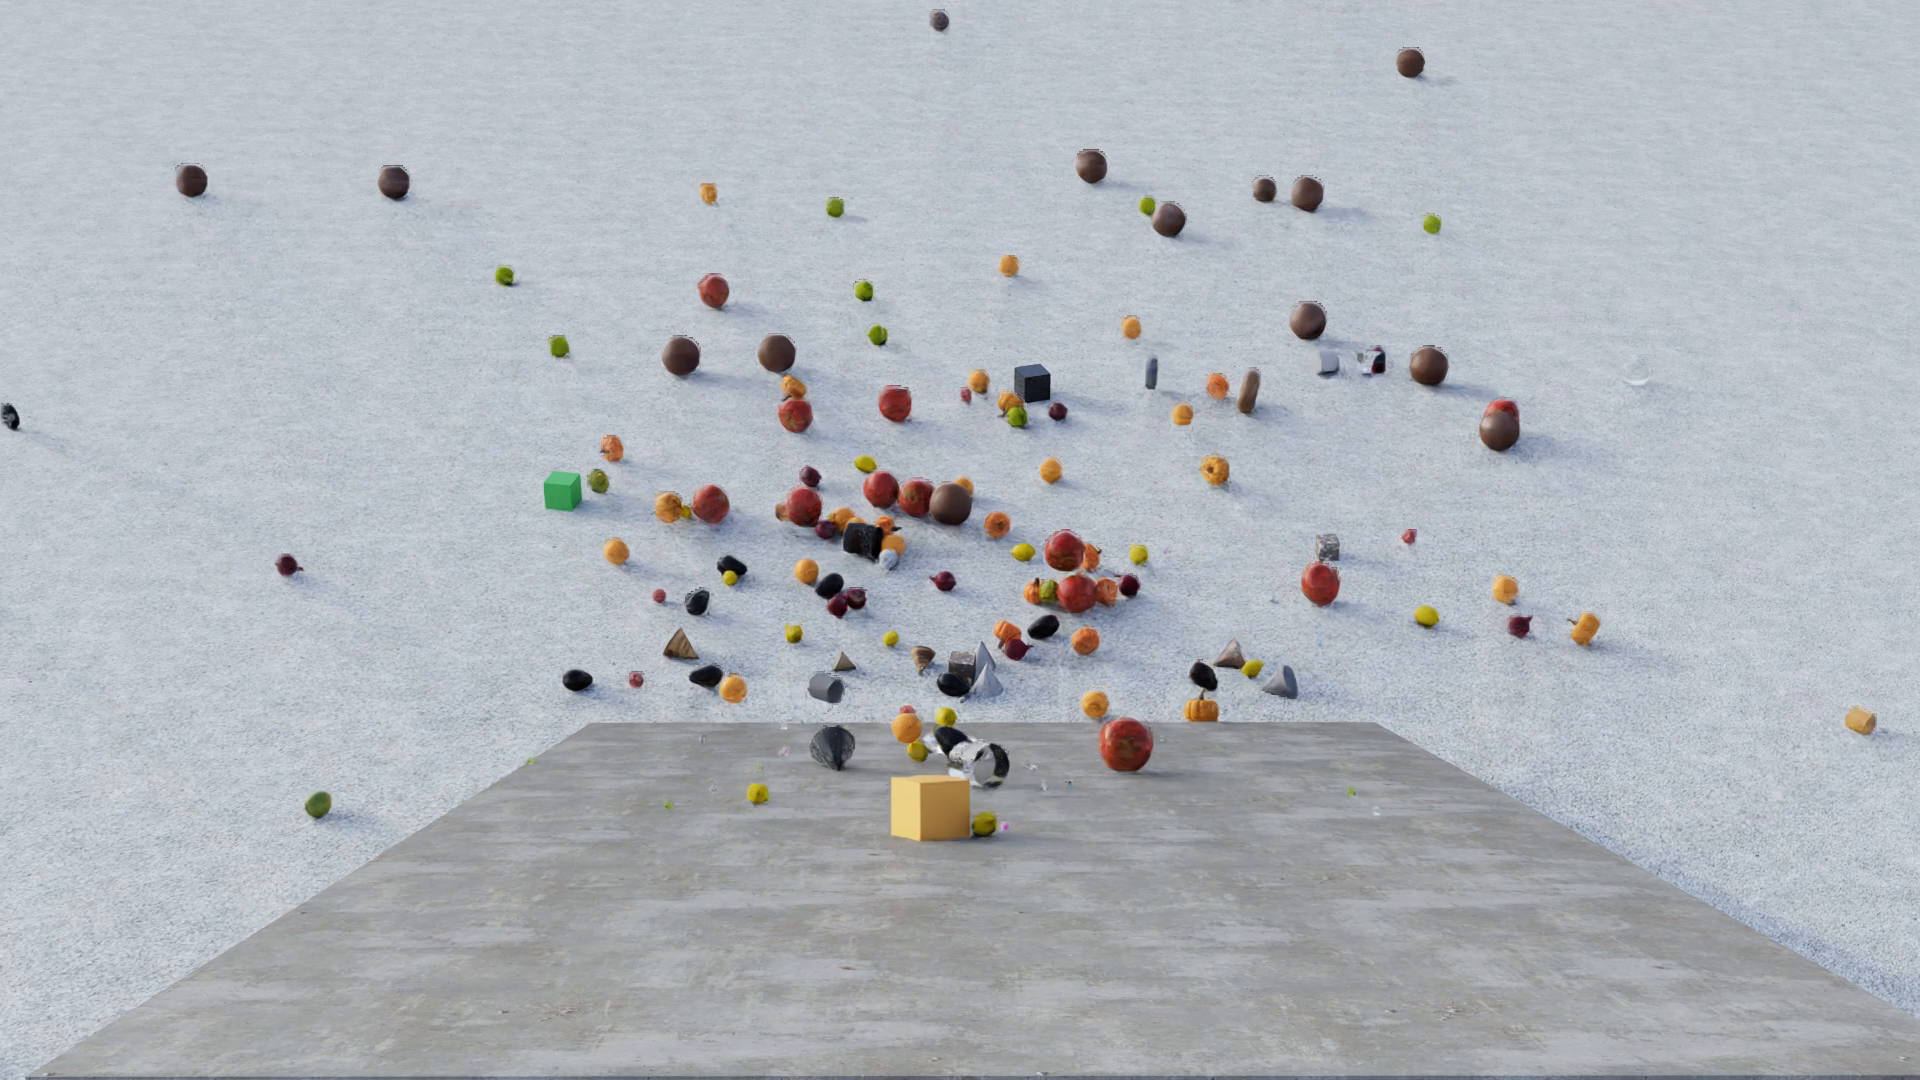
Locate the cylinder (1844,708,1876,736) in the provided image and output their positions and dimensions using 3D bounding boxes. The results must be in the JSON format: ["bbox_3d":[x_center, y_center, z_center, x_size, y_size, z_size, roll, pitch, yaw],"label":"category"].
[{"bbox_3d":[2.340,0.472,6.710,0.055,0.055,0.055,-20,33,-34],"label":"cylinder"}]

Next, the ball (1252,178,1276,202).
[{"bbox_3d":[1.220,-1.401,10.337,0.097,0.097,0.097,0,27,0],"label":"ball"}]

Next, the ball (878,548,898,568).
[{"bbox_3d":[-0.209,0.054,7.527,0.057,0.057,0.057,0,27,0],"label":"ball"}]

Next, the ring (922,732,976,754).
[{"bbox_3d":[-0.024,0.458,5.832,0.126,0.042,0.126,1,0,0],"label":"ring"}]

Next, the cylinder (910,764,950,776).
[{"bbox_3d":[-0.058,0.481,4.951,0.078,0.078,0.078,2,20,-1],"label":"cylinder"}]

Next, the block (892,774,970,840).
[{"bbox_3d":[-0.050,0.456,4.405,0.097,0.097,0.097,-1,1,-31],"label":"block"}]

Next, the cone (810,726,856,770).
[{"bbox_3d":[-0.264,0.463,5.480,0.098,0.098,0.098,-5,28,-9],"label":"cone"}]

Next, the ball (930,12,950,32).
[{"bbox_3d":[-0.100,-2.518,12.528,0.094,0.094,0.094,0,27,0],"label":"ball"}]

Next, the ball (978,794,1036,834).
[{"bbox_3d":[0.081,0.491,4.474,0.100,0.100,0.100,0,27,0],"label":"ball"}]

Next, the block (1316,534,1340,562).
[{"bbox_3d":[1.080,0.022,7.590,0.058,0.058,0.058,-2,27,-4],"label":"block"}]

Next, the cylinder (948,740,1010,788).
[{"bbox_3d":[0.037,0.447,5.147,0.088,0.088,0.088,-19,12,-33],"label":"cylinder"}]

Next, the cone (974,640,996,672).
[{"bbox_3d":[0.058,0.305,7.008,0.082,0.082,0.082,0,27,0],"label":"cone"}]

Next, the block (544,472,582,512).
[{"bbox_3d":[-1.215,-0.150,7.896,0.087,0.087,0.087,6,28,12],"label":"block"}]

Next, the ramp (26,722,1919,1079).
[{"bbox_3d":[0.061,0.551,4.588,2.000,0.100,4.000,0,1,0],"label":"ramp"}]

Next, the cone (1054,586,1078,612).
[{"bbox_3d":[0.307,0.177,7.317,0.067,0.067,0.067,-6,59,-12],"label":"cone"}]

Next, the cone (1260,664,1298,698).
[{"bbox_3d":[0.841,0.388,6.890,0.092,0.092,0.092,-18,19,26],"label":"cone"}]

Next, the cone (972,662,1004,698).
[{"bbox_3d":[0.073,0.362,6.892,0.085,0.085,0.085,0,27,0],"label":"cone"}]

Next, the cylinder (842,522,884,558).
[{"bbox_3d":[-0.284,-0.001,7.597,0.091,0.091,0.091,11,29,20],"label":"cylinder"}]

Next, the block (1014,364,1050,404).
[{"bbox_3d":[0.241,-0.523,8.620,0.093,0.093,0.093,-10,29,-18],"label":"block"}]

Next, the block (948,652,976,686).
[{"bbox_3d":[0.006,0.345,6.947,0.066,0.066,0.066,3,27,6],"label":"block"}]

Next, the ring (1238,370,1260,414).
[{"bbox_3d":[0.950,-0.488,8.489,0.050,0.150,0.150,13,29,10],"label":"ring"}]

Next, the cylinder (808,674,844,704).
[{"bbox_3d":[-0.326,0.361,6.280,0.061,0.061,0.061,16,31,34],"label":"cylinder"}]

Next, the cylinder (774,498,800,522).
[{"bbox_3d":[-0.523,-0.091,7.815,0.055,0.055,0.055,20,33,34],"label":"cylinder"}]

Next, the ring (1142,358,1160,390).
[{"bbox_3d":[0.641,-0.557,8.644,0.036,0.109,0.109,-6,23,25],"label":"ring"}]

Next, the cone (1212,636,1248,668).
[{"bbox_3d":[0.724,0.323,7.019,0.092,0.092,0.092,-25,25,10],"label":"cone"}]

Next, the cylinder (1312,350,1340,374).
[{"bbox_3d":[1.249,-0.605,8.807,0.068,0.068,0.068,-13,30,-17],"label":"cylinder"}]

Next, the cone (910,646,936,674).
[{"bbox_3d":[-0.105,0.335,7.005,0.070,0.070,0.070,3,54,6],"label":"cone"}]
